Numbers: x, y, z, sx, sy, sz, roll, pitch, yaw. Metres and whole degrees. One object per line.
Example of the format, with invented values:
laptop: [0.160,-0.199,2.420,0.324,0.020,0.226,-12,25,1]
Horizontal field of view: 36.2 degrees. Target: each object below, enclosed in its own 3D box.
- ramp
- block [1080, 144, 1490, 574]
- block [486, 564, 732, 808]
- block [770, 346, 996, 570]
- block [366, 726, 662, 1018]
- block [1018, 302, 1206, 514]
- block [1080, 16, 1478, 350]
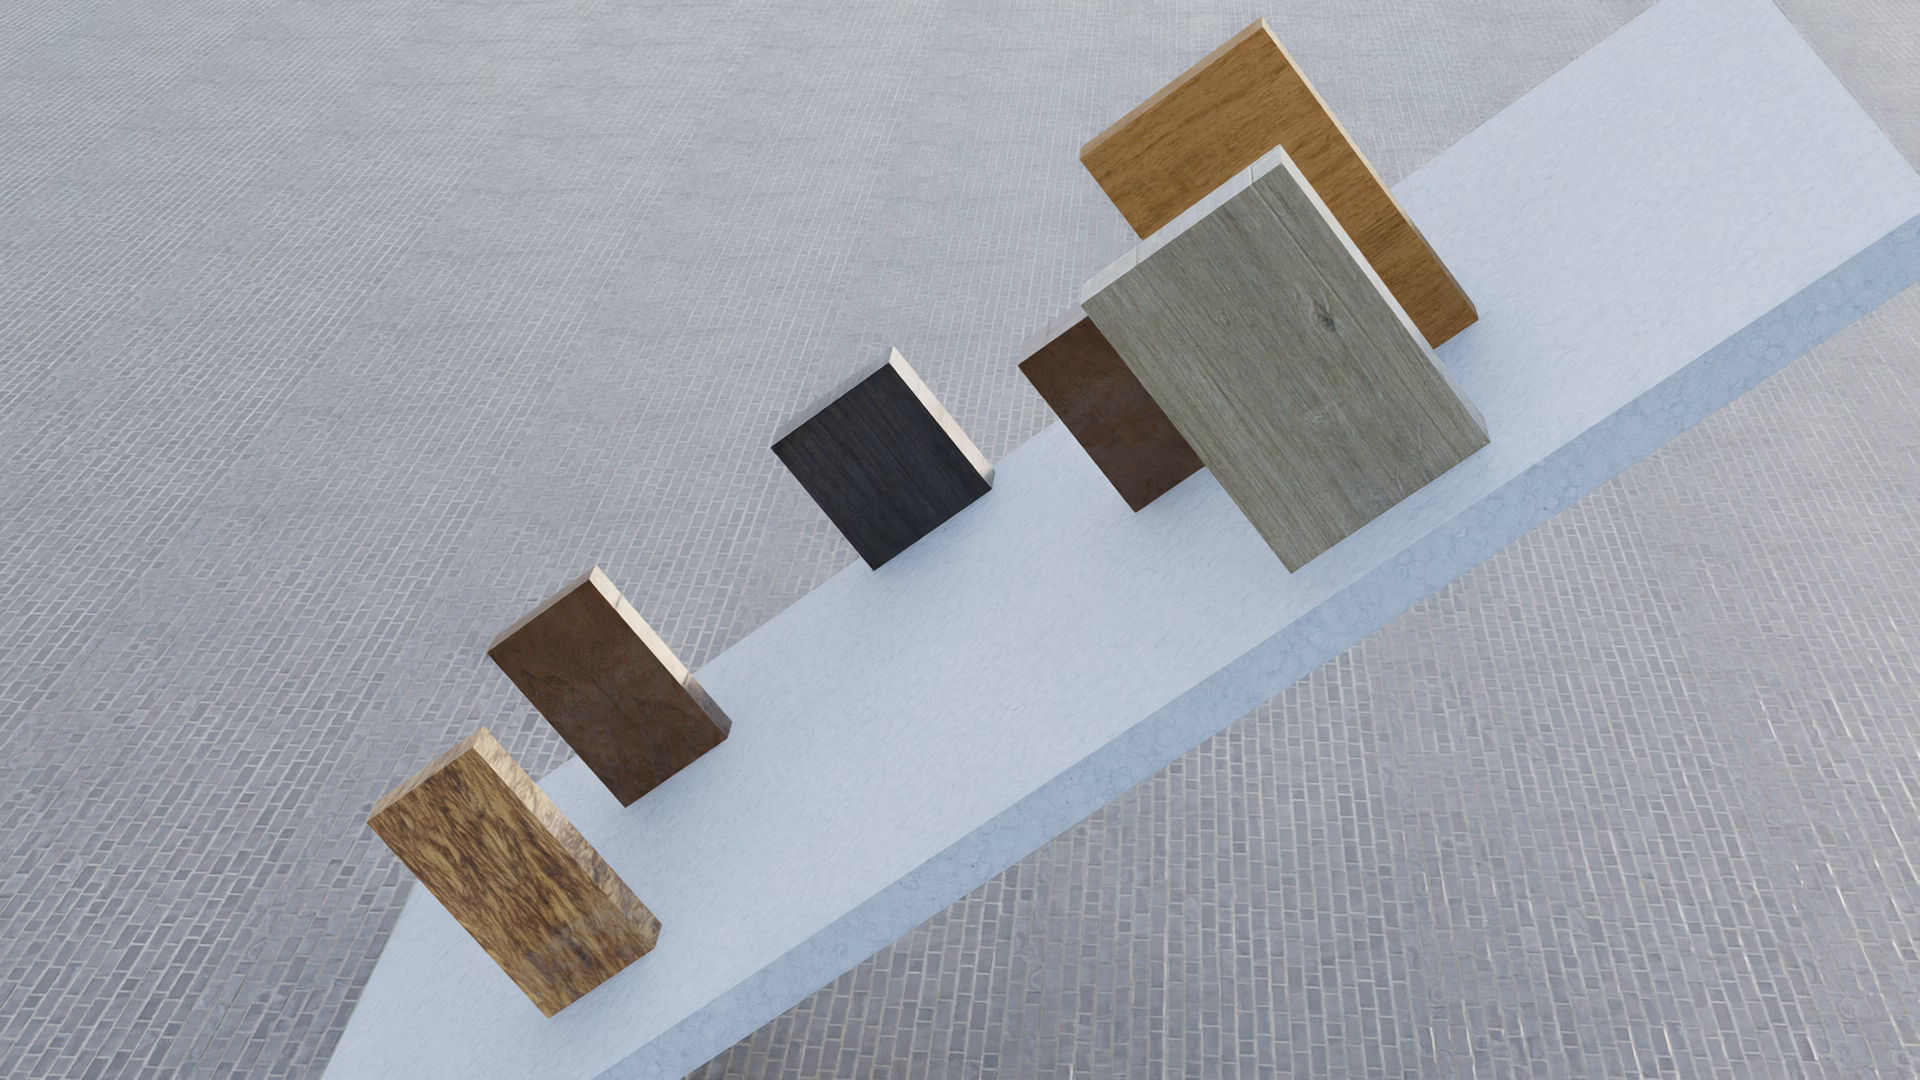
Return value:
ramp: [0.127,0.180,6.326,4.000,0.100,2.000,-35,16,17]
block: [0.585,-0.318,5.282,0.435,0.641,0.122,-35,16,17]
block: [-0.820,0.347,6.902,0.317,0.503,0.086,-35,16,17]
block: [-0.186,-0.196,7.150,0.366,0.403,0.121,-35,16,17]
block: [-0.912,0.686,6.042,0.292,0.569,0.096,-35,16,17]
block: [0.405,-0.344,6.193,0.391,0.412,0.142,-35,16,17]
block: [0.631,-0.605,5.808,0.436,0.730,0.088,-35,16,17]
